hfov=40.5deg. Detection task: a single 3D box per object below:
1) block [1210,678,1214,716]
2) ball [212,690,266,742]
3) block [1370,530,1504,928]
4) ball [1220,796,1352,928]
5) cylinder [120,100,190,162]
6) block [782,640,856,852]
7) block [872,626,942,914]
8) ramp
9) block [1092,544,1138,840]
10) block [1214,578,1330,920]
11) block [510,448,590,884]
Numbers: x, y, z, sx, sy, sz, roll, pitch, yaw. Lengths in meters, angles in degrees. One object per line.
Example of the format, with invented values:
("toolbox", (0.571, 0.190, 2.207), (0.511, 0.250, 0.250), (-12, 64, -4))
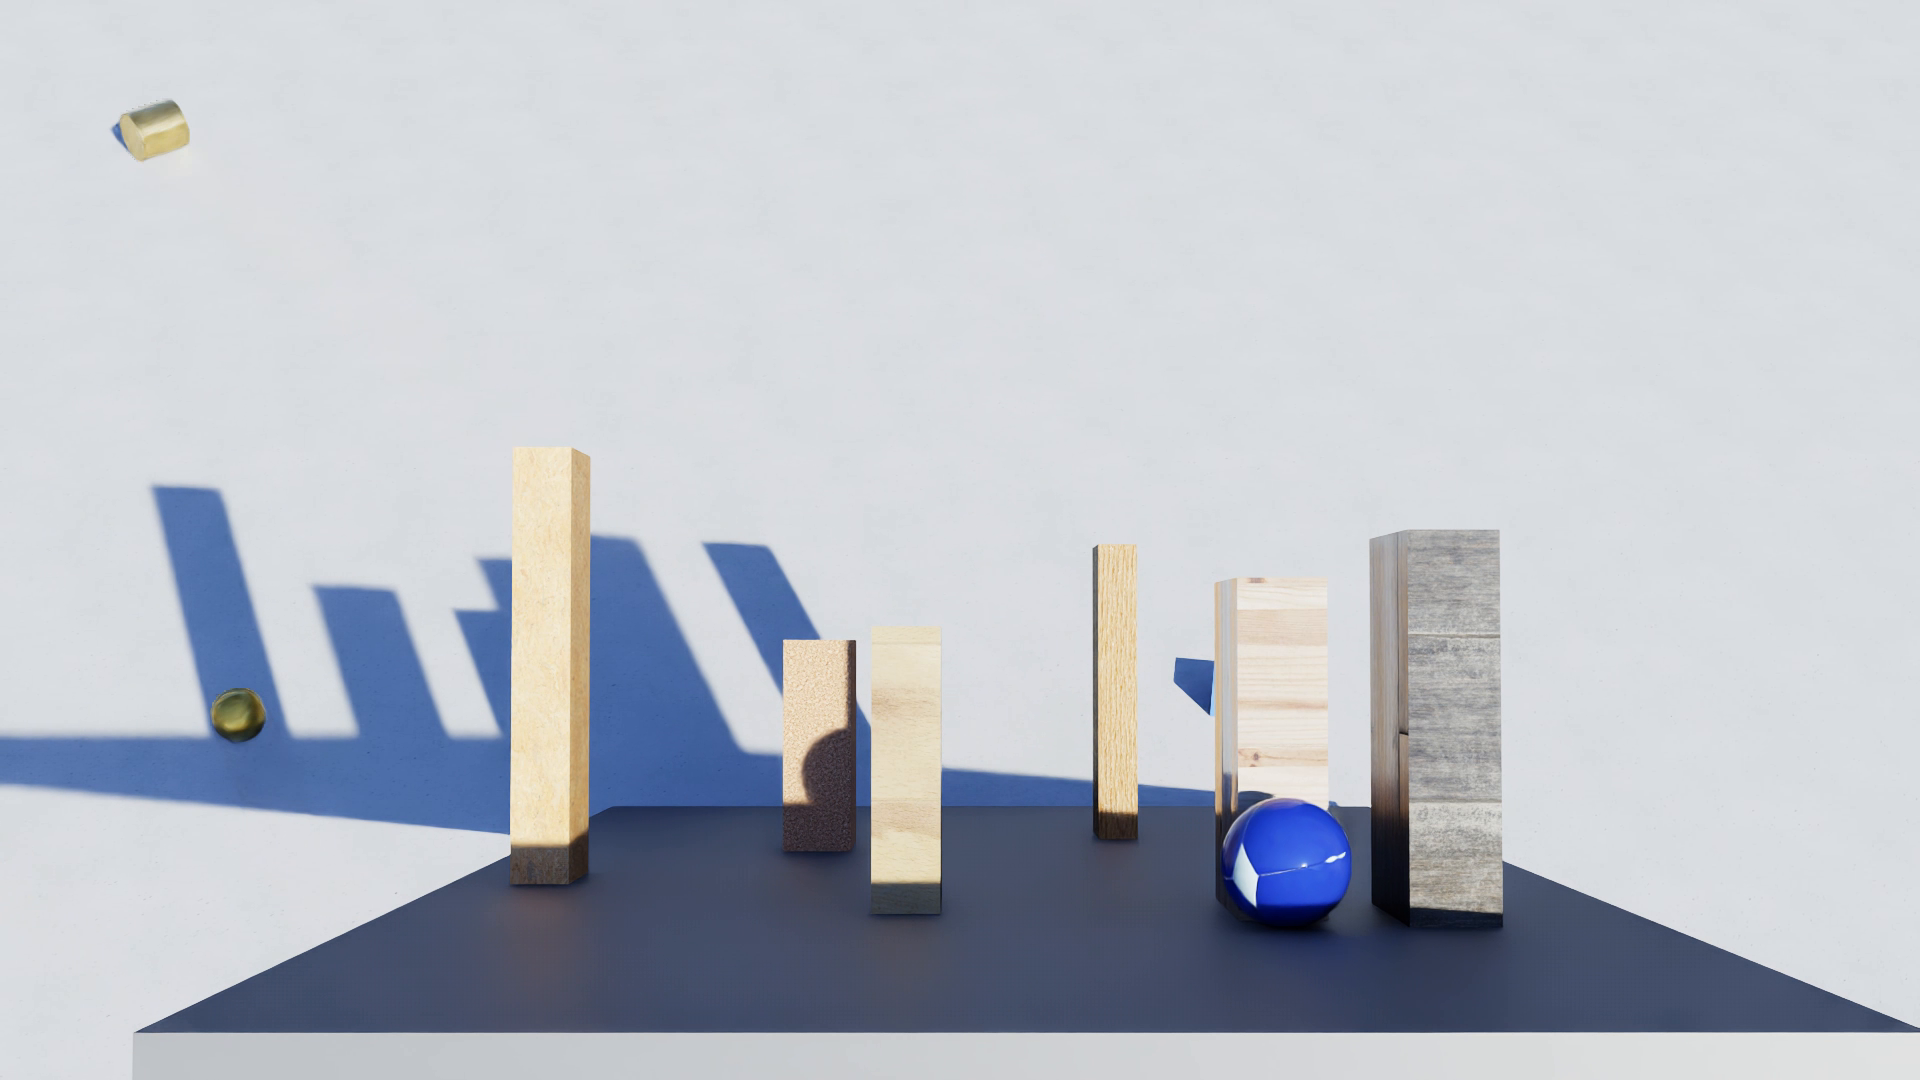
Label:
("block", (0.766, 0.422, 7.314), (0.112, 0.112, 0.112), (5, 36, 6))
("ball", (-1.996, 0.487, 7.196), (0.146, 0.146, 0.146), (0, 36, 0))
("block", (0.756, 0.294, 4.156), (0.142, 0.607, 0.371), (0, -2, 0))
("ball", (0.497, 0.491, 3.961), (0.199, 0.199, 0.199), (0, 36, 0))
("cylinder", (-3.087, -1.571, 9.971), (0.189, 0.189, 0.189), (-28, 44, -32))
("block", (-0.298, 0.433, 5.553), (0.141, 0.439, 0.281), (0, -2, 0))
("block", (-0.087, 0.374, 4.311), (0.111, 0.460, 0.293), (0, -2, 0))
("ramp", (0.080, 0.677, 4.889), (2.000, 0.100, 4.000), (0, -2, 0))
("block", (0.349, 0.339, 5.873), (0.086, 0.651, 0.248), (0, -2, 0))
("block", (0.505, 0.333, 4.249), (0.141, 0.536, 0.366), (0, -2, 0))
("block", (-0.755, 0.230, 4.808), (0.105, 0.787, 0.246), (0, -2, 0))
